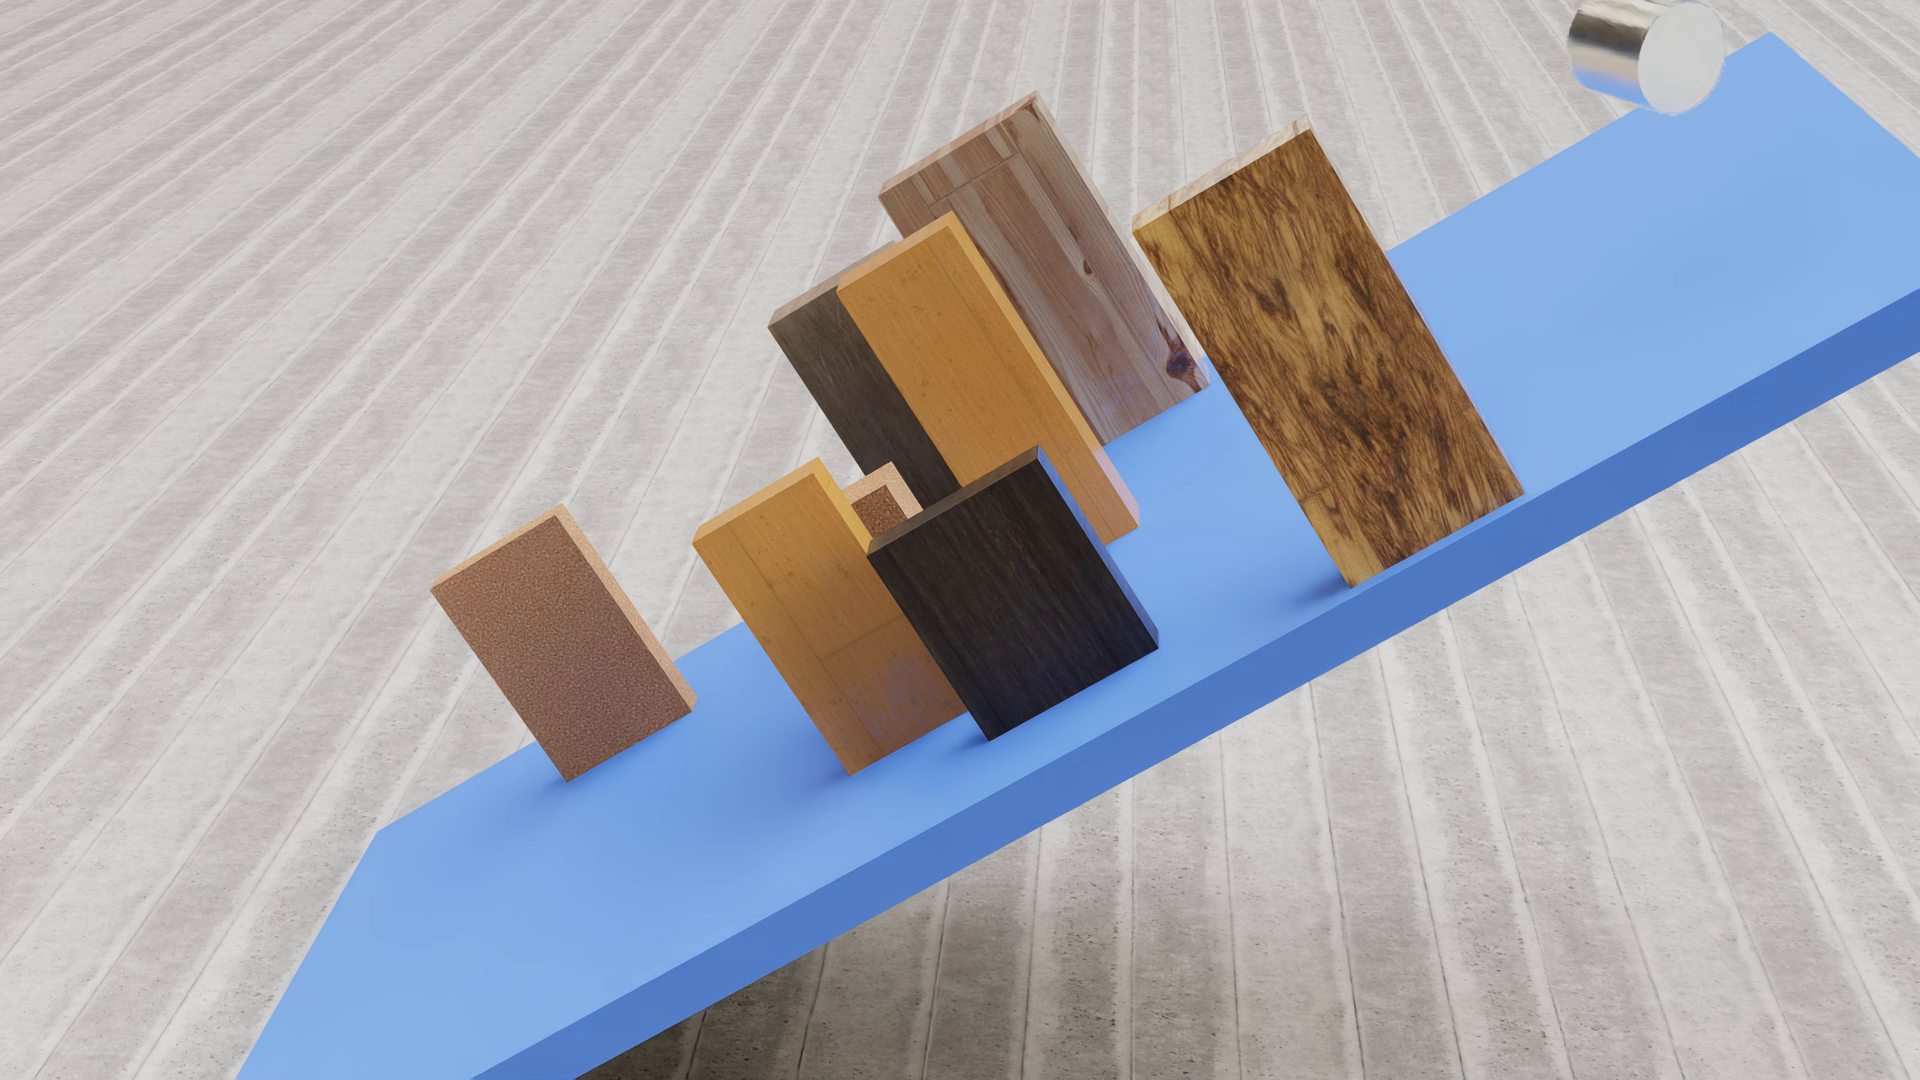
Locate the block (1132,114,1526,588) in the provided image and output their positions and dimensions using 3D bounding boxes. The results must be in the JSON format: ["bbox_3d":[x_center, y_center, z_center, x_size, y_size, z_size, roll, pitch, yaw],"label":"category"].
[{"bbox_3d":[0.643,-0.323,5.132,0.348,0.754,0.121,-30,15,13],"label":"block"}]

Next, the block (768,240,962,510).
[{"bbox_3d":[-0.087,-0.260,6.487,0.311,0.736,0.136,-30,15,13],"label":"block"}]

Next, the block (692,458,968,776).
[{"bbox_3d":[-0.249,0.154,5.823,0.283,0.574,0.103,-30,15,13],"label":"block"}]

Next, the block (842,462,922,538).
[{"bbox_3d":[-0.153,0.104,6.074,0.284,0.427,0.150,-30,15,13],"label":"block"}]

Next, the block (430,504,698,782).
[{"bbox_3d":[-0.935,0.246,6.959,0.362,0.573,0.087,-30,15,13],"label":"block"}]

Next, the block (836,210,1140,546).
[{"bbox_3d":[0.065,-0.293,6.223,0.275,0.763,0.136,-30,15,13],"label":"block"}]

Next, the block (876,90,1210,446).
[{"bbox_3d":[0.200,-0.598,6.874,0.426,0.782,0.138,-30,15,13],"label":"block"}]

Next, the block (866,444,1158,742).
[{"bbox_3d":[0.101,0.102,5.534,0.374,0.436,0.089,-30,15,13],"label":"block"}]

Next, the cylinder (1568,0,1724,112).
[{"bbox_3d":[1.266,-0.910,5.436,0.202,0.202,0.202,-10,23,-26],"label":"cylinder"}]

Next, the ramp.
[{"bbox_3d":[0.141,0.169,6.290,4.000,0.100,2.000,-30,15,13],"label":"ramp"}]
